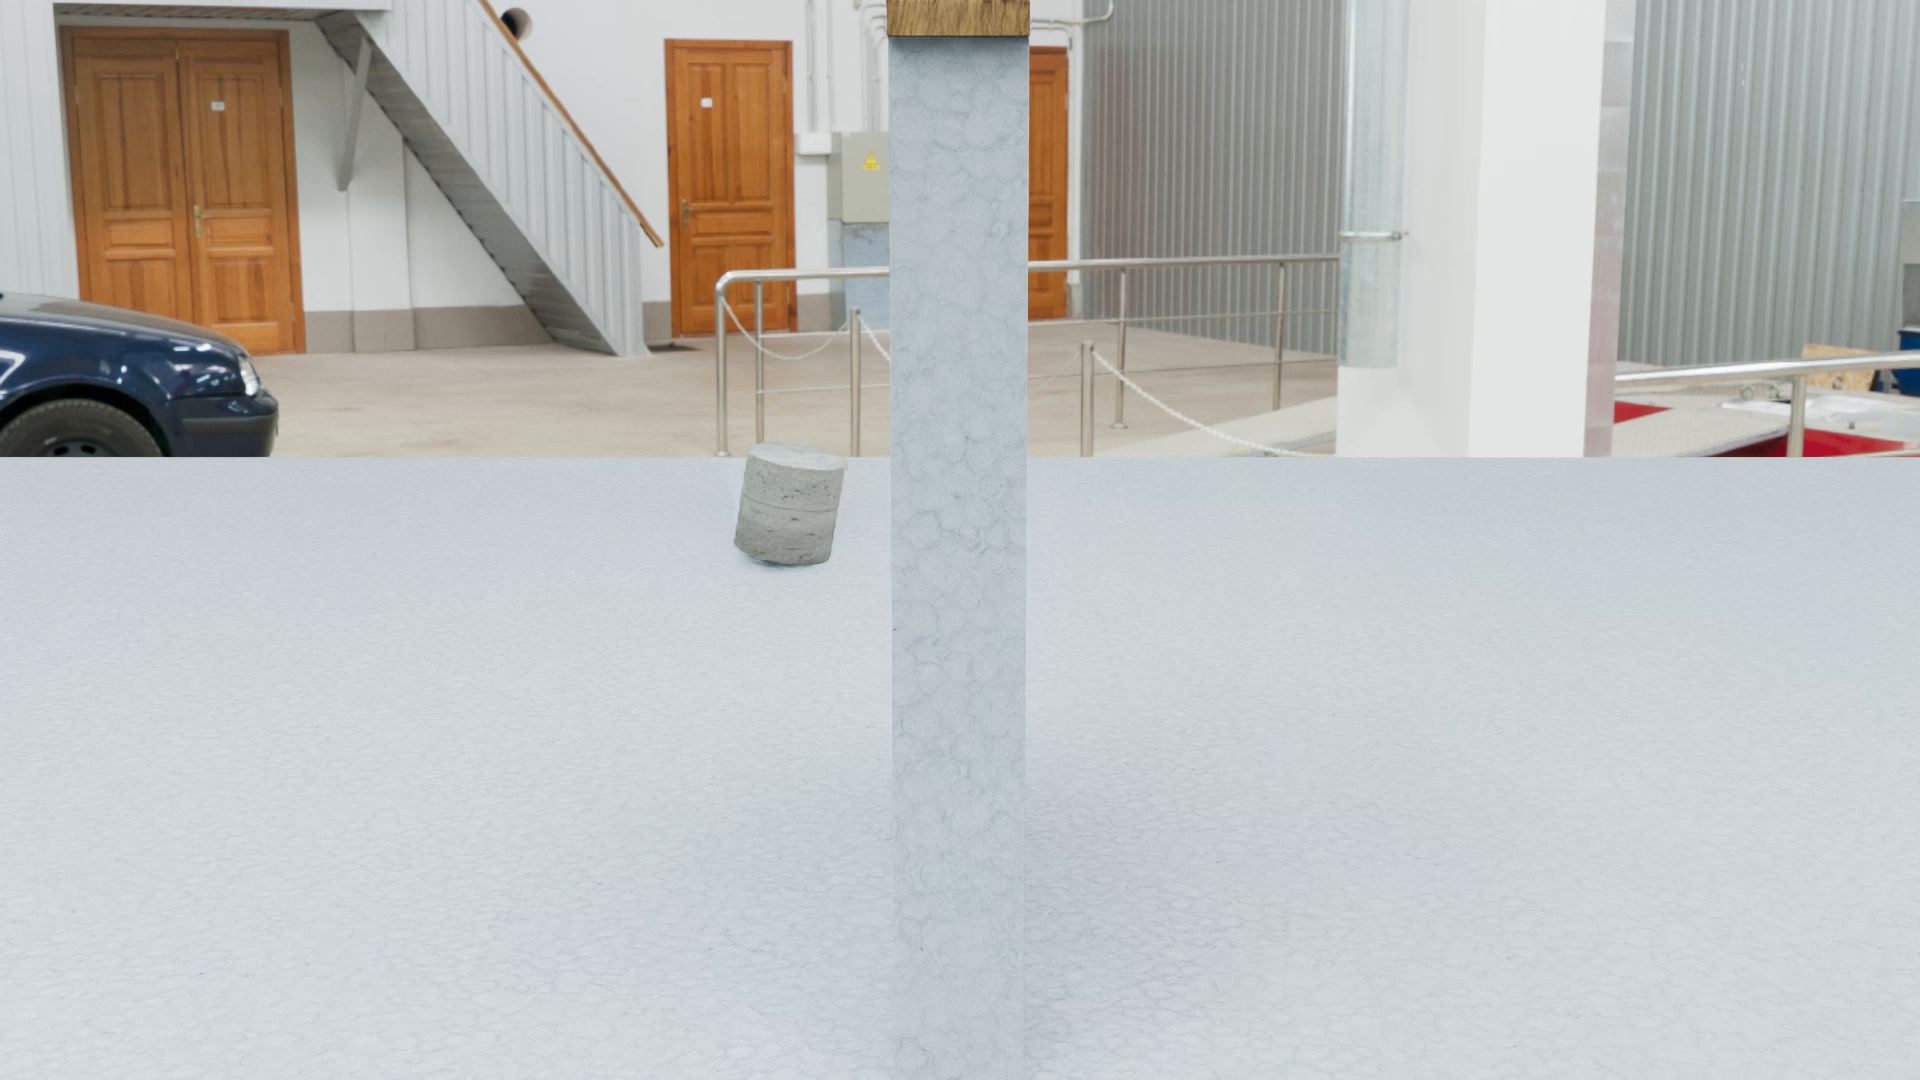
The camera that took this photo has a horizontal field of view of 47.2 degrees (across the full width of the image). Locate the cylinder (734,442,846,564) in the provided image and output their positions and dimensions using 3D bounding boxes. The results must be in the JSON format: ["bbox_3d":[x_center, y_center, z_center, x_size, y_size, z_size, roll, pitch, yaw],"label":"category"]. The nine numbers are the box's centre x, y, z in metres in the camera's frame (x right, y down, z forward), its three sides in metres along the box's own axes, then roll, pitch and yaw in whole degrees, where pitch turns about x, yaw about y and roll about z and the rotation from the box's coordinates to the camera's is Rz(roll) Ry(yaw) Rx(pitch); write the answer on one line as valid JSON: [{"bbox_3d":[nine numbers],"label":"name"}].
[{"bbox_3d":[-0.504,-0.110,6.509,0.289,0.289,0.289,10,15,-3],"label":"cylinder"}]

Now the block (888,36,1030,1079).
[{"bbox_3d":[-0.002,0.049,2.846,0.173,1.365,0.049,0,11,0],"label":"block"}]

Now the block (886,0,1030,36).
[{"bbox_3d":[-0.002,-0.667,2.830,0.173,0.049,0.346,0,11,0],"label":"block"}]
